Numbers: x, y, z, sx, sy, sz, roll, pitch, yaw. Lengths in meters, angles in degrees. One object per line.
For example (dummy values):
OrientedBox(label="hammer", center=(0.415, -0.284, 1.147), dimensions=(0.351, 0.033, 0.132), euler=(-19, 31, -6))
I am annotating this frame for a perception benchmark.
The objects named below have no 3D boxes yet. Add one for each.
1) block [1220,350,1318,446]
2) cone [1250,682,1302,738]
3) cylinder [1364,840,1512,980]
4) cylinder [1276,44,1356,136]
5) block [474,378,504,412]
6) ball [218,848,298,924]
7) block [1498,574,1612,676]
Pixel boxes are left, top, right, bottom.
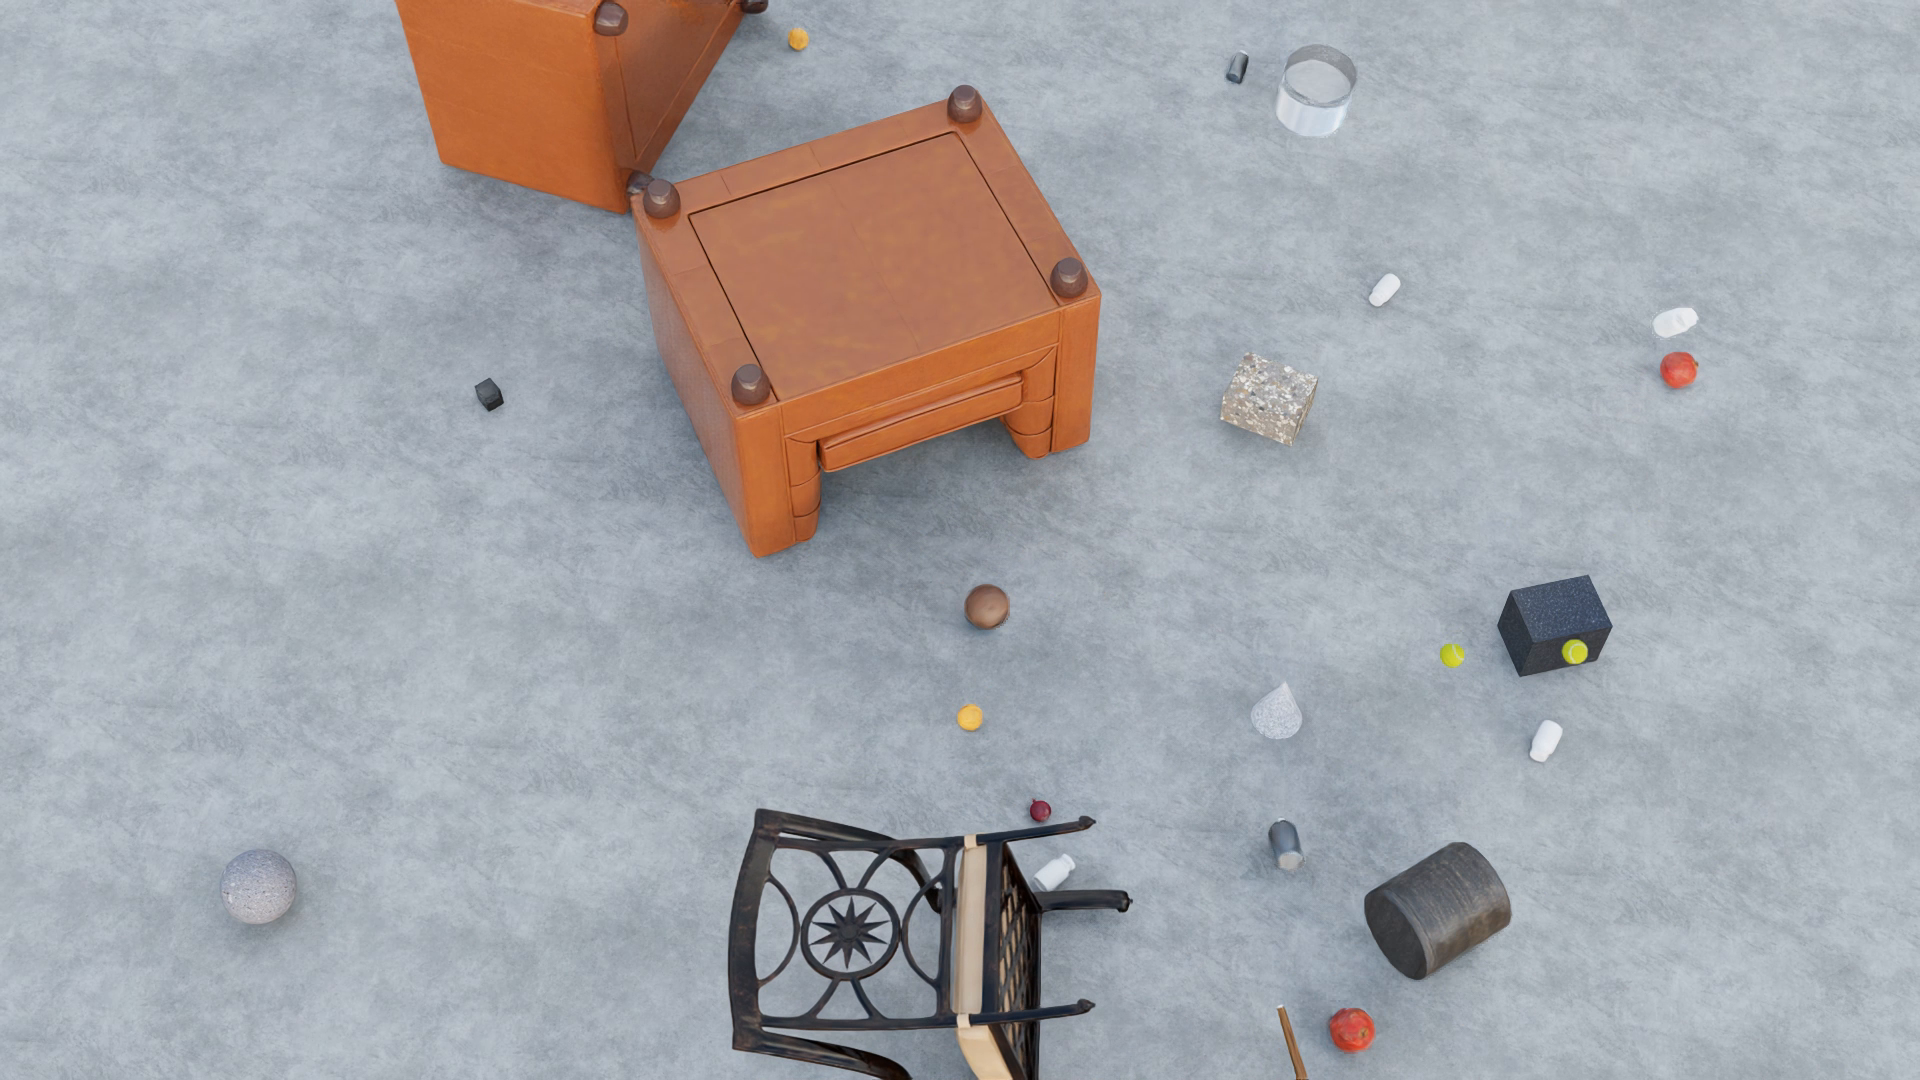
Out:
OrientedBox(label="block", center=(0.954, -0.437, 6.787), dimensions=(0.238, 0.133, 0.183), euler=(22, 59, 14))
OrientedBox(label="cone", center=(0.898, 0.446, 6.150), dimensions=(0.145, 0.207, 0.139), euler=(2, 56, 1))
OrientedBox(label="cylinder", center=(1.249, 0.969, 5.758), dimensions=(0.278, 0.276, 0.256), euler=(-27, 64, -17))
OrientedBox(label="cylinder", center=(1.210, -1.530, 7.487), dimensions=(0.244, 0.159, 0.294), euler=(16, 53, 5))
OrientedBox(label="block", center=(-1.463, -0.452, 6.836), dimensions=(0.056, 0.068, 0.063), euler=(-33, 62, -20))
OrientedBox(label="ball", center=(-1.863, 0.920, 5.837), dimensions=(0.198, 0.198, 0.198), euler=(0, 56, 0))
OrientedBox(label="block", center=(1.700, 0.246, 6.294), dimensions=(0.237, 0.190, 0.178), euler=(-11, 57, -7))
